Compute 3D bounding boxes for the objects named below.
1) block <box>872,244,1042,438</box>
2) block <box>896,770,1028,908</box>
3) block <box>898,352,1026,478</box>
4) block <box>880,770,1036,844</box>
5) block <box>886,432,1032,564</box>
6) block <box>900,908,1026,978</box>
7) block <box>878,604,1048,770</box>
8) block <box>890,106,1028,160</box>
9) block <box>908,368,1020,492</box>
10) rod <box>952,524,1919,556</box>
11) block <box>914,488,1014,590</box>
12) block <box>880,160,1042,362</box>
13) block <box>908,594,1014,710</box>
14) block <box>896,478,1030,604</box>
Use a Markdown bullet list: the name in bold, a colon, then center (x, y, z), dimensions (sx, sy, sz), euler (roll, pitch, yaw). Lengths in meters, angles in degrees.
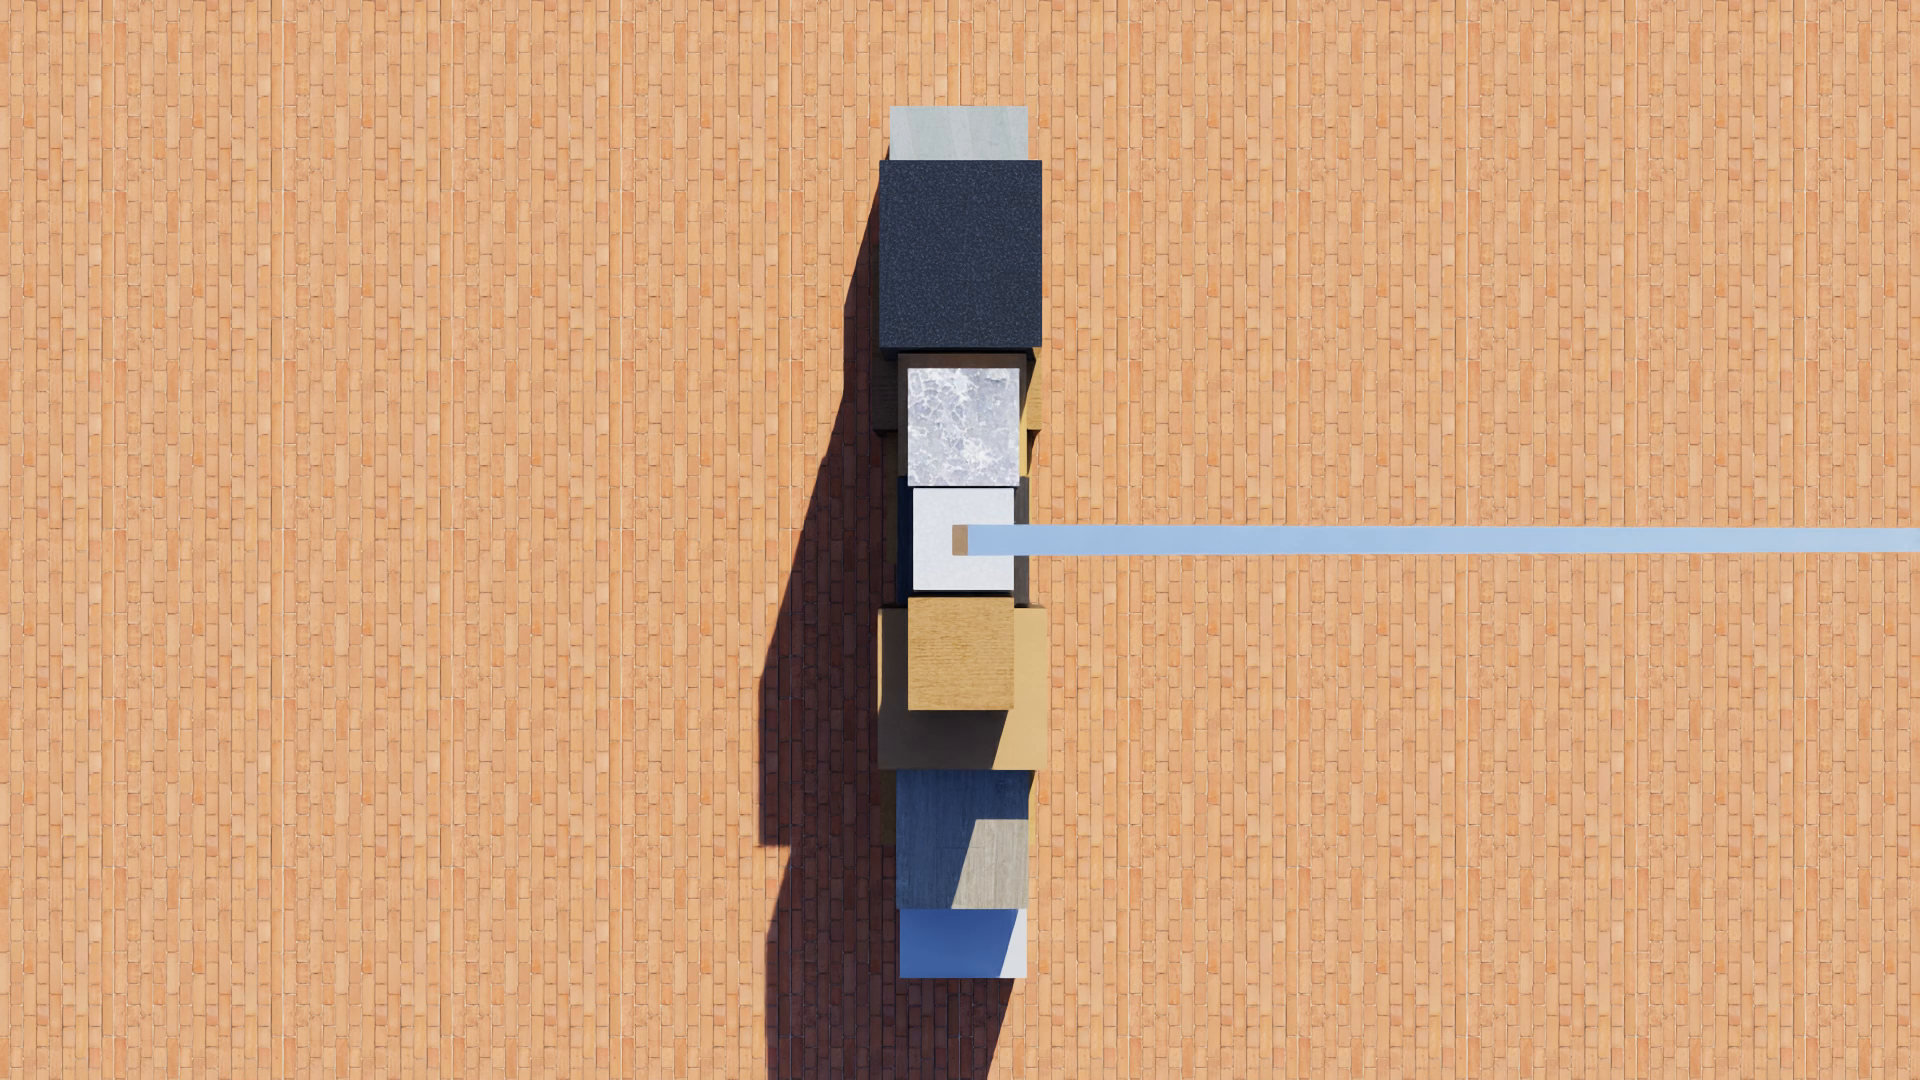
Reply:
- **block**: center (-0.016, -1.116, 12.536), dimensions (0.929, 0.927, 1.017), euler (0, 90, 0)
- **block**: center (0.013, 1.565, 11.870), dimensions (0.695, 0.675, 0.739), euler (0, 90, 0)
- **block**: center (0.012, -0.652, 11.774), dimensions (0.672, 0.599, 0.649), euler (0, 90, 0)
- **block**: center (-0.011, 1.276, 12.604), dimensions (0.856, 0.793, 0.831), euler (0, 90, 0)
- **block**: center (-0.004, -0.231, 12.621), dimensions (0.809, 0.759, 0.732), euler (0, 90, 0)
- **block**: center (0.018, 2.067, 12.607), dimensions (0.705, 0.785, 0.731), euler (0, 90, 0)
- **block**: center (0.013, 0.770, 11.760), dimensions (0.874, 0.820, 0.831), euler (0, 90, 0)
- **block**: center (-0.006, -2.034, 12.661), dimensions (0.776, 0.678, 0.798), euler (0, 90, 0)
- **block**: center (0.018, -0.553, 11.210), dimensions (0.554, 0.504, 0.586), euler (0, 88, 0)
- **rod**: center (2.234, 0.000, 6.986), dimensions (5.200, 0.080, 0.080), euler (0, 90, -31)
- **block**: center (0.017, 0.000, 11.200), dimensions (0.498, 0.493, 0.508), euler (0, 89, 0)
- **block**: center (0.004, -1.458, 11.634), dimensions (0.832, 0.879, 0.952), euler (0, 90, 0)
- **block**: center (0.006, 0.557, 11.055), dimensions (0.518, 0.590, 0.547), euler (0, 90, 0)
- **block**: center (0.016, 0.008, 11.810), dimensions (0.690, 0.727, 0.658), euler (0, 89, 0)
